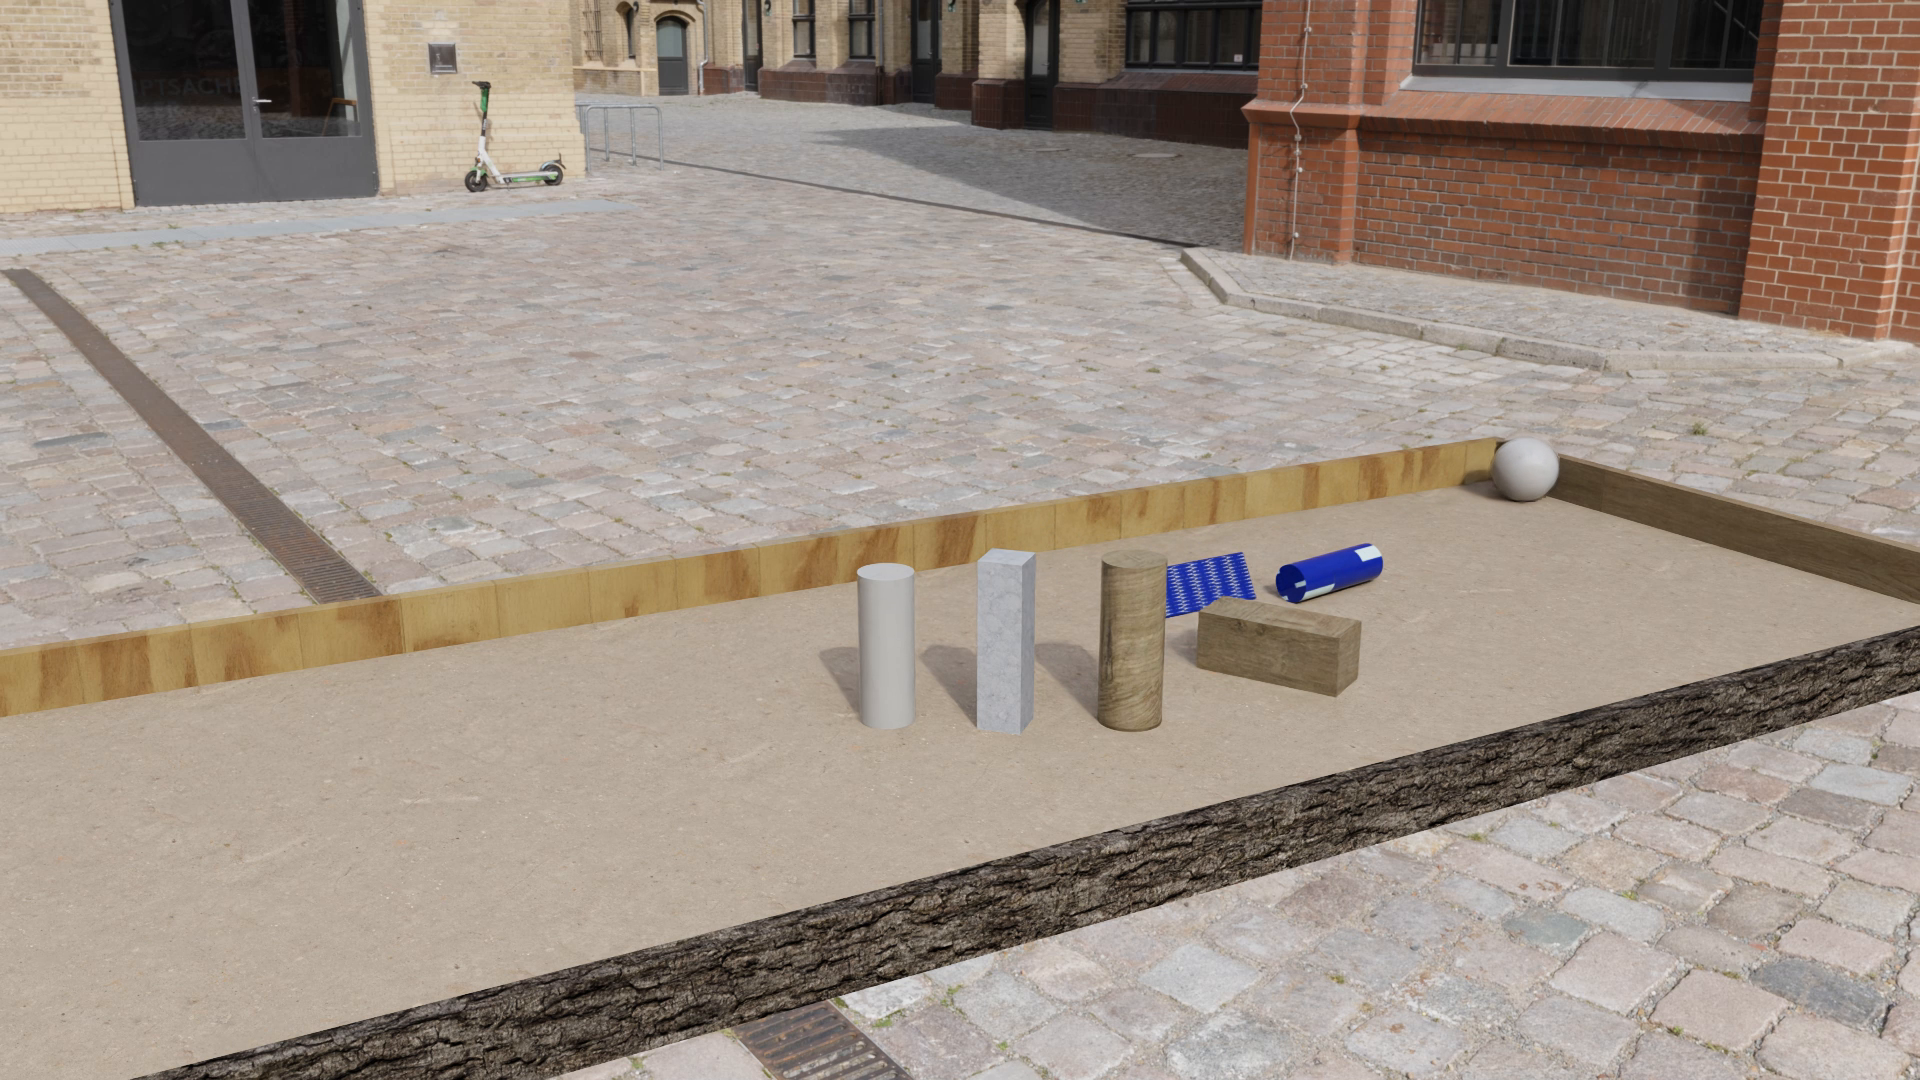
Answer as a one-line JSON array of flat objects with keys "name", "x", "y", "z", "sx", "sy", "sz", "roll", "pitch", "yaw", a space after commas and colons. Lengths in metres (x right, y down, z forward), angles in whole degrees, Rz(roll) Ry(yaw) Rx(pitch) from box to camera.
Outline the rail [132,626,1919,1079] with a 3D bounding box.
[{"name": "rail", "x": -2.336, "y": 1.006, "z": 1.665, "sx": 12.000, "sy": 0.150, "sz": 0.050, "roll": -9, "pitch": 18, "yaw": -27}]

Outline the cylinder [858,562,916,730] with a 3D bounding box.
[{"name": "cylinder", "x": -0.172, "y": 0.248, "z": 3.862, "sx": 0.133, "sy": 0.366, "sz": 0.133, "roll": 0, "pitch": 16, "yaw": 0}]

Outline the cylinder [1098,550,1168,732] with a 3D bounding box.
[{"name": "cylinder", "x": 0.402, "y": 0.234, "z": 3.850, "sx": 0.152, "sy": 0.399, "sz": 0.152, "roll": 0, "pitch": 16, "yaw": 0}]

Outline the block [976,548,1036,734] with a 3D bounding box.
[{"name": "block", "x": 0.107, "y": 0.235, "z": 3.825, "sx": 0.106, "sy": 0.411, "sz": 0.106, "roll": 6, "pitch": 17, "yaw": 19}]

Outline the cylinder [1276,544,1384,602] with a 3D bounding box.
[{"name": "cylinder", "x": 1.085, "y": 0.095, "z": 4.834, "sx": 0.348, "sy": 0.112, "sz": 0.112, "roll": -13, "pitch": 21, "yaw": -37}]

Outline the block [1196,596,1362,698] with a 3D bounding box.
[{"name": "block", "x": 0.806, "y": 0.265, "z": 4.180, "sx": 0.374, "sy": 0.153, "sz": 0.153, "roll": 10, "pitch": 19, "yaw": 31}]

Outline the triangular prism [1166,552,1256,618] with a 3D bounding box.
[{"name": "triangular prism", "x": 0.647, "y": 0.123, "z": 4.709, "sx": 0.405, "sy": 0.122, "sz": 0.140, "roll": -10, "pitch": 19, "yaw": -30}]

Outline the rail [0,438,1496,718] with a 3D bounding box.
[{"name": "rail", "x": -3.305, "y": 0.497, "z": 3.399, "sx": 12.000, "sy": 0.150, "sz": 0.050, "roll": -9, "pitch": 18, "yaw": -27}]

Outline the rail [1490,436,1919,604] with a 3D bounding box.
[{"name": "rail", "x": 2.466, "y": -0.048, "z": 5.253, "sx": 0.050, "sy": 0.150, "sz": 2.100, "roll": -9, "pitch": 18, "yaw": -27}]

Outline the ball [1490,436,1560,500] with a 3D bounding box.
[{"name": "ball", "x": 1.988, "y": -0.251, "z": 5.806, "sx": 0.228, "sy": 0.228, "sz": 0.228, "roll": 0, "pitch": 16, "yaw": 0}]
